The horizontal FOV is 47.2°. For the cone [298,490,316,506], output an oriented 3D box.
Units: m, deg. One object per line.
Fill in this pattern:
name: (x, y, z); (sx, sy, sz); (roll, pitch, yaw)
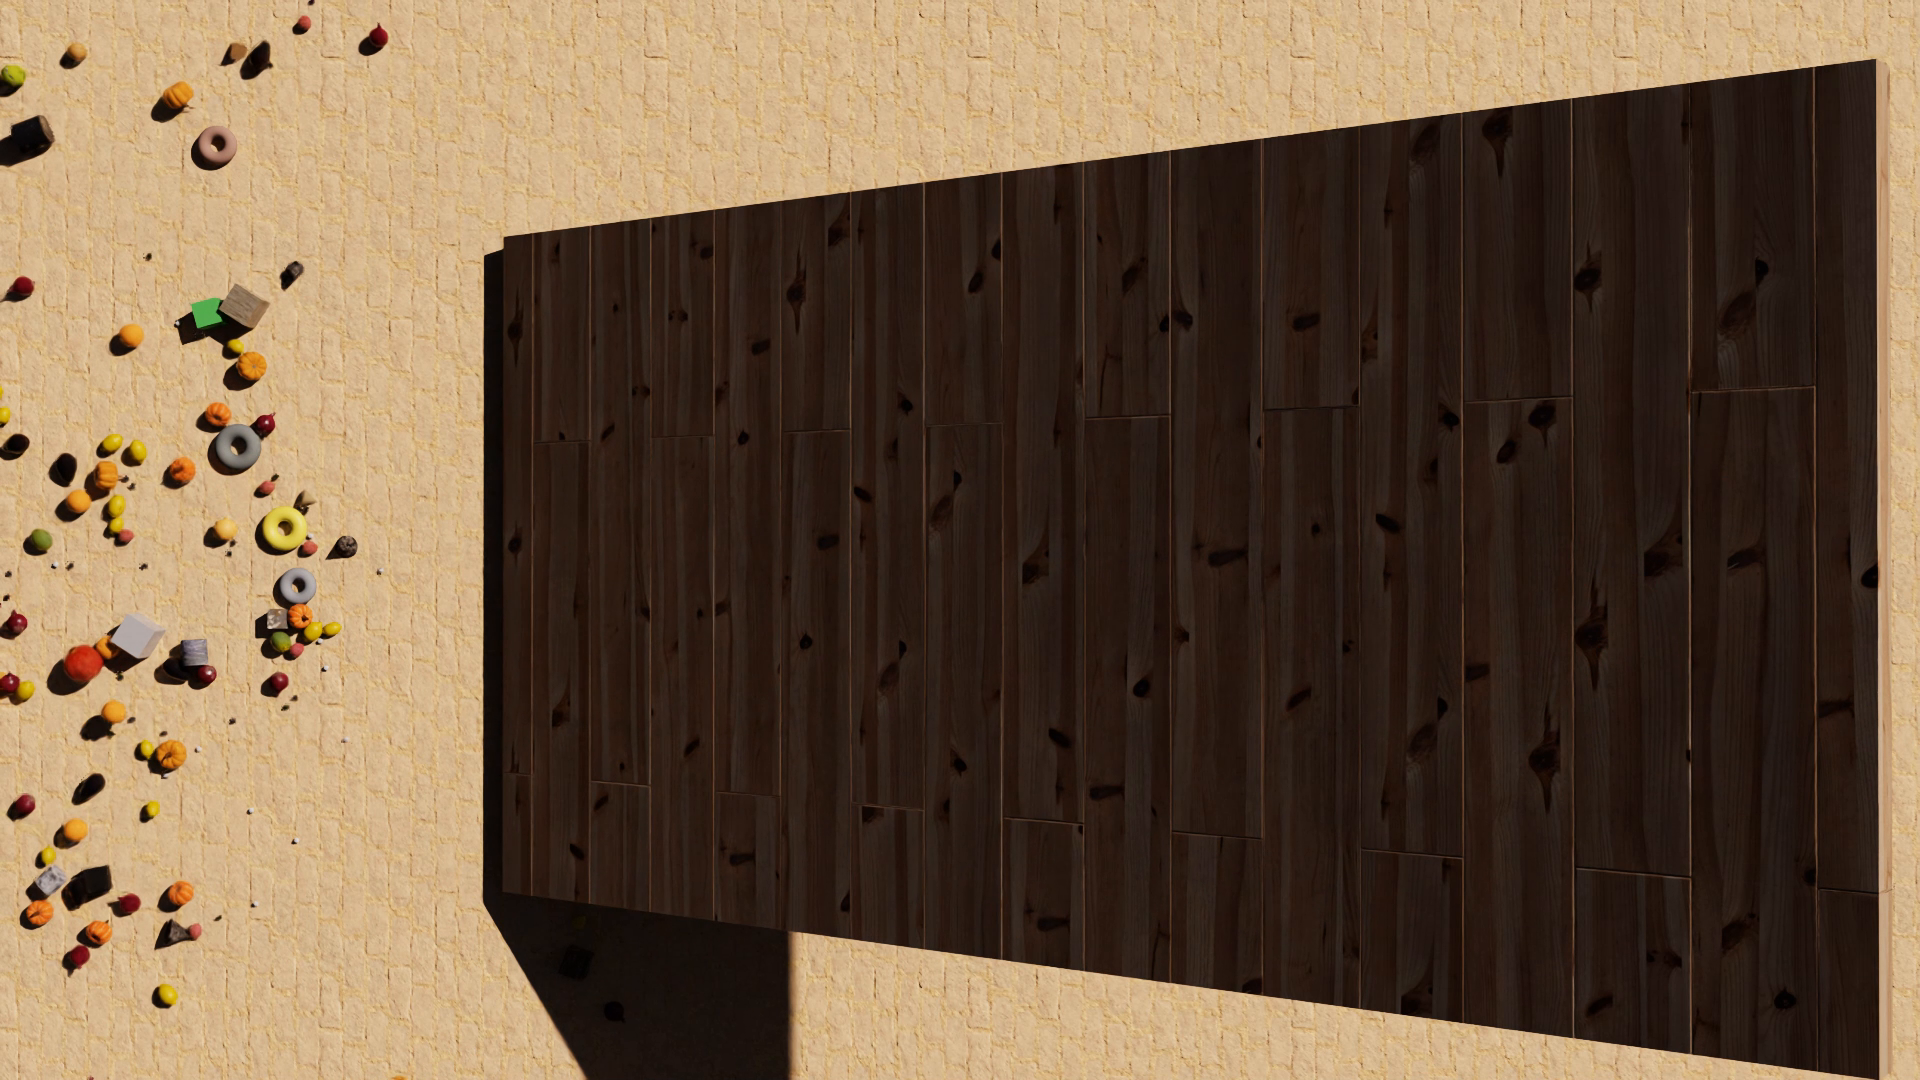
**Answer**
cone: (-2.005, -0.124, 6.784); (0.052, 0.052, 0.052); (19, 90, -27)

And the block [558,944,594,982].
block: (-1.177, 1.298, 6.747); (0.078, 0.078, 0.078); (20, 90, 0)

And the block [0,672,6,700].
block: (-3.002, 0.448, 6.743); (0.097, 0.097, 0.097); (11, 90, 0)

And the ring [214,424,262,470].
ring: (-2.224, -0.286, 6.773); (0.144, 0.048, 0.144); (0, 90, 1)

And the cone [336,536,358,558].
cone: (-1.896, 0.021, 6.759); (0.070, 0.070, 0.070); (0, 90, 0)

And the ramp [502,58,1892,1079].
ramp: (0.231, 0.065, 5.549); (4.000, 0.100, 2.000); (0, 89, 37)

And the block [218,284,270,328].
block: (-2.196, -0.718, 6.753); (0.094, 0.094, 0.094); (33, 90, 0)

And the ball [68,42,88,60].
ball: (-2.721, -1.505, 6.777); (0.056, 0.056, 0.056); (0, 90, 0)

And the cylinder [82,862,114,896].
cylinder: (-2.645, 1.040, 6.749); (0.077, 0.077, 0.077); (-23, 68, 0)

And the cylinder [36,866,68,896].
cylinder: (-2.790, 1.046, 6.755); (0.065, 0.065, 0.065); (-42, 90, 0)

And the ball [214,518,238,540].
ball: (-2.259, -0.033, 6.761); (0.068, 0.068, 0.068); (0, 90, 0)

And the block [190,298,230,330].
block: (-2.305, -0.695, 6.761); (0.077, 0.077, 0.077); (-16, 90, 0)

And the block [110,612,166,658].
block: (-2.519, 0.293, 6.743); (0.099, 0.099, 0.099); (33, 90, 0)

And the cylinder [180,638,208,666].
cylinder: (-2.351, 0.345, 6.754); (0.077, 0.077, 0.077); (-3, 90, 0)

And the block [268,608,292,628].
block: (-2.092, 0.242, 6.764); (0.058, 0.058, 0.058); (0, 90, 0)

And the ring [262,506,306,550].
ring: (-2.080, -0.035, 6.773); (0.138, 0.046, 0.138); (0, 91, -1)

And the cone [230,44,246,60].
cone: (-2.242, -1.521, 6.793); (0.056, 0.056, 0.056); (-46, 63, 0)

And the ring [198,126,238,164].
ring: (-2.291, -1.217, 6.783); (0.122, 0.041, 0.122); (0, 89, -1)

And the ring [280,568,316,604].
ring: (-2.040, 0.143, 6.775); (0.116, 0.039, 0.116); (0, 88, -1)
